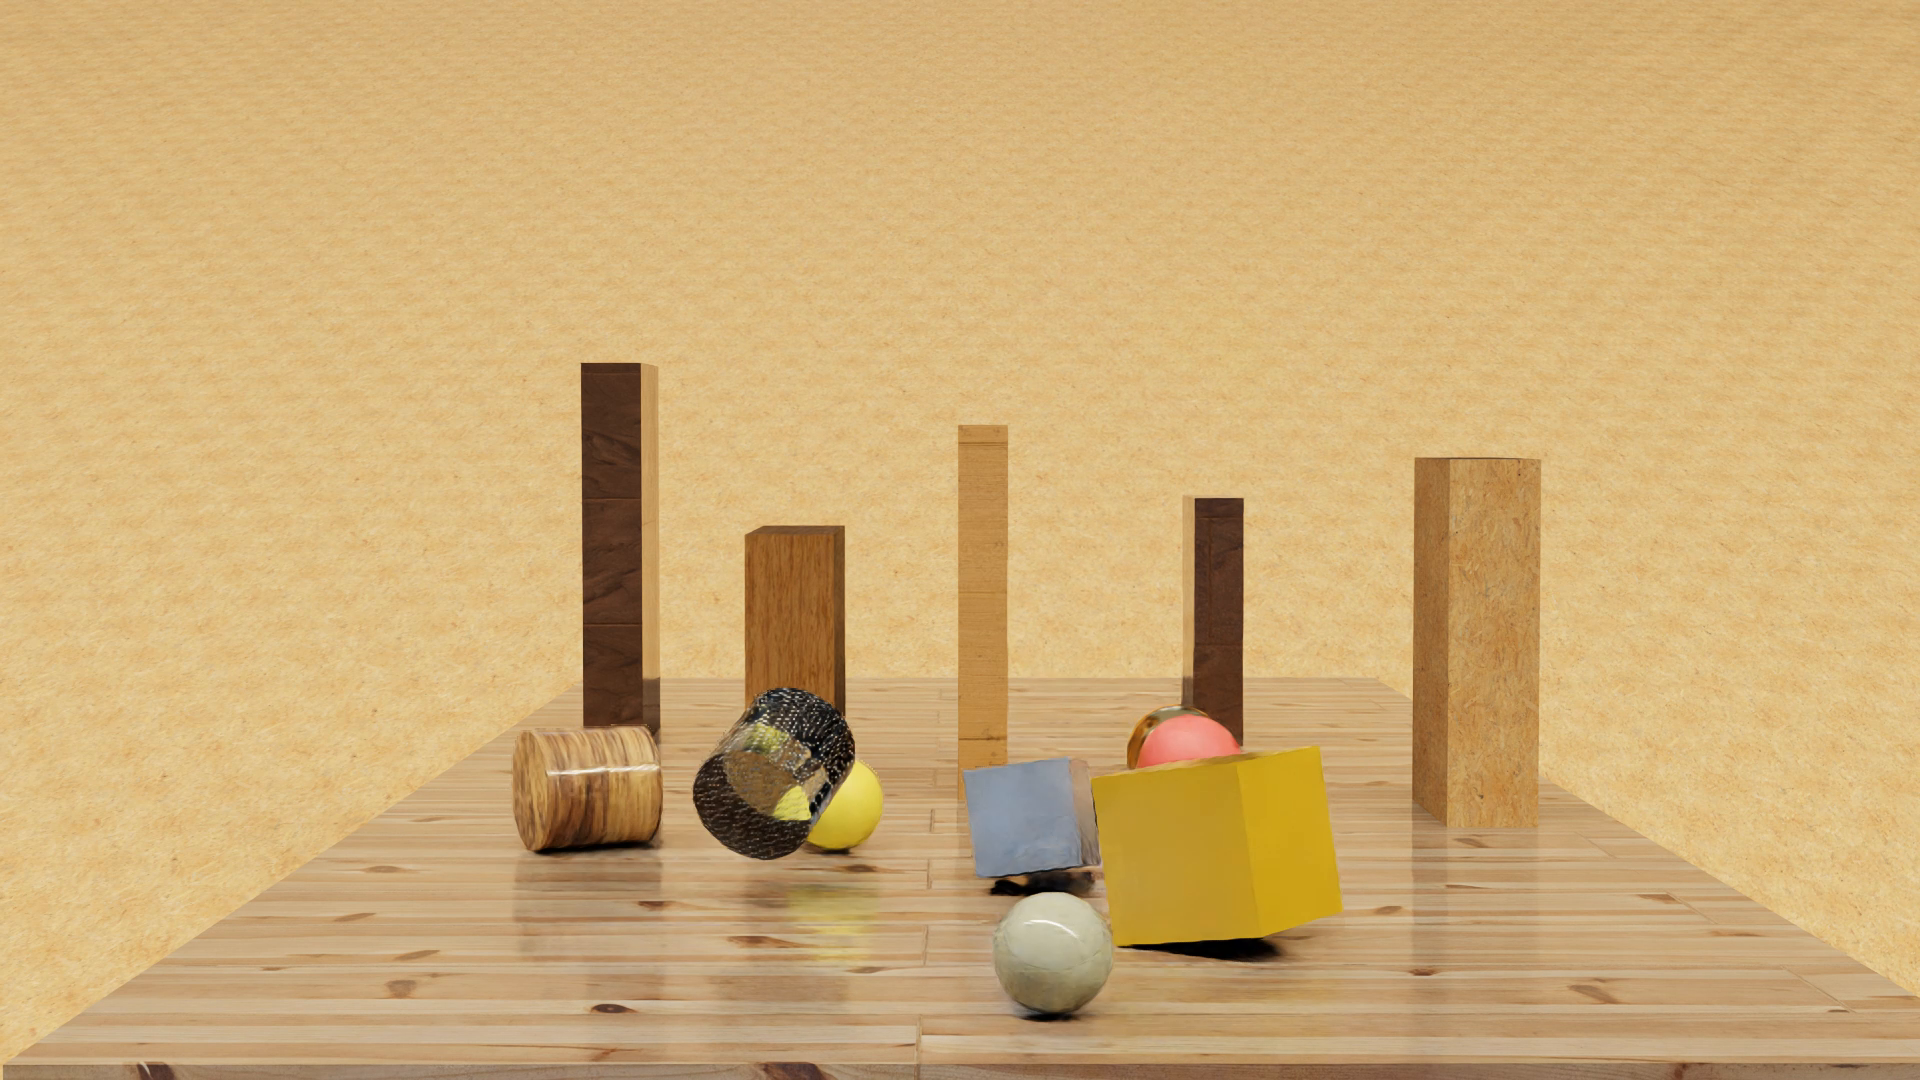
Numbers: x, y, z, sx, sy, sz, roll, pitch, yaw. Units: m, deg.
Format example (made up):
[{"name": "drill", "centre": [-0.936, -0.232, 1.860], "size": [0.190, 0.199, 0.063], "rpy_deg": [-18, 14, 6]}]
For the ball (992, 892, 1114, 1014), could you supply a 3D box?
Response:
[{"name": "ball", "centre": [0.100, 0.442, 2.755], "size": [0.131, 0.131, 0.131], "rpy_deg": [0, 23, 0]}]

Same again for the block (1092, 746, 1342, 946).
[{"name": "block", "centre": [0.315, 0.373, 3.145], "size": [0.205, 0.205, 0.205], "rpy_deg": [-10, -4, 36]}]

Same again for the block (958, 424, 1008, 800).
[{"name": "block", "centre": [0.039, 0.114, 4.565], "size": [0.084, 0.635, 0.444], "rpy_deg": [0, 2, 0]}]

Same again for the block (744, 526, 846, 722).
[{"name": "block", "centre": [-0.283, 0.209, 4.487], "size": [0.148, 0.453, 0.437], "rpy_deg": [0, 2, 0]}]

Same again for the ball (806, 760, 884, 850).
[{"name": "ball", "centre": [-0.184, 0.392, 3.831], "size": [0.141, 0.141, 0.141], "rpy_deg": [0, 23, 0]}]

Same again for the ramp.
[{"name": "ramp", "centre": [0.053, 0.483, 4.539], "size": [2.000, 0.100, 4.000], "rpy_deg": [0, 2, 0]}]

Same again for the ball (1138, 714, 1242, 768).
[{"name": "ball", "centre": [0.370, 0.365, 4.130], "size": [0.169, 0.169, 0.169], "rpy_deg": [0, 23, 0]}]

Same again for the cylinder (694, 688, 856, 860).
[{"name": "cylinder", "centre": [-0.243, 0.307, 3.393], "size": [0.164, 0.164, 0.164], "rpy_deg": [7, 28, 17]}]

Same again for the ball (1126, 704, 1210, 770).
[{"name": "ball", "centre": [0.362, 0.359, 4.298], "size": [0.168, 0.168, 0.168], "rpy_deg": [0, 23, 0]}]

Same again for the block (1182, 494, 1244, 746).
[{"name": "block", "centre": [0.512, 0.157, 5.232], "size": [0.098, 0.492, 0.264], "rpy_deg": [0, 2, 0]}]

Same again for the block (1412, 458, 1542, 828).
[{"name": "block", "centre": [0.839, 0.157, 4.198], "size": [0.143, 0.579, 0.311], "rpy_deg": [0, 2, 0]}]

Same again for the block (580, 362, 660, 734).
[{"name": "block", "centre": [-0.692, 0.022, 5.268], "size": [0.119, 0.761, 0.300], "rpy_deg": [0, 2, 0]}]

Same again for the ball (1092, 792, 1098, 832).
[{"name": "ball", "centre": [0.146, 0.402, 3.760], "size": [0.126, 0.126, 0.126], "rpy_deg": [0, 23, 0]}]

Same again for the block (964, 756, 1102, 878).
[{"name": "block", "centre": [0.100, 0.381, 3.519], "size": [0.146, 0.146, 0.146], "rpy_deg": [-9, -9, 12]}]

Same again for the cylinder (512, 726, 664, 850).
[{"name": "cylinder", "centre": [-0.560, 0.372, 3.863], "size": [0.177, 0.177, 0.177], "rpy_deg": [-1, 21, -27]}]
